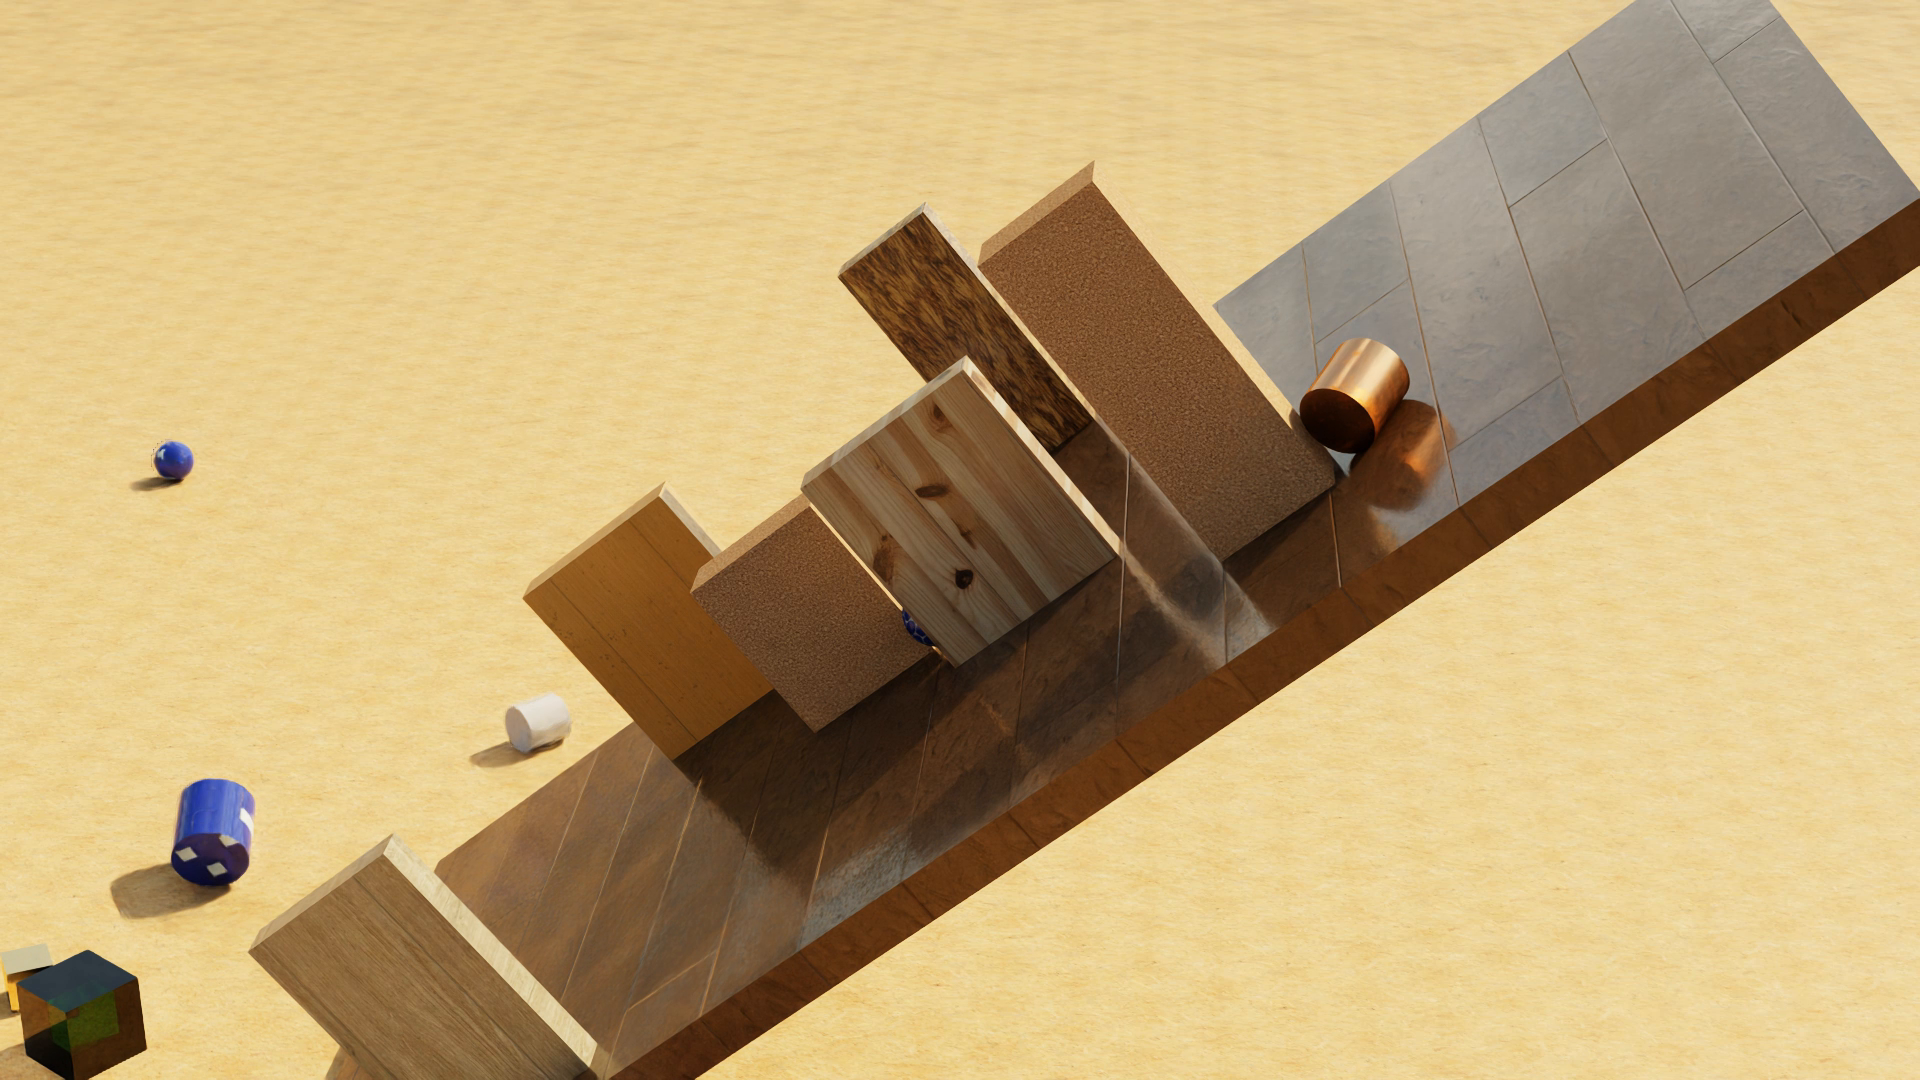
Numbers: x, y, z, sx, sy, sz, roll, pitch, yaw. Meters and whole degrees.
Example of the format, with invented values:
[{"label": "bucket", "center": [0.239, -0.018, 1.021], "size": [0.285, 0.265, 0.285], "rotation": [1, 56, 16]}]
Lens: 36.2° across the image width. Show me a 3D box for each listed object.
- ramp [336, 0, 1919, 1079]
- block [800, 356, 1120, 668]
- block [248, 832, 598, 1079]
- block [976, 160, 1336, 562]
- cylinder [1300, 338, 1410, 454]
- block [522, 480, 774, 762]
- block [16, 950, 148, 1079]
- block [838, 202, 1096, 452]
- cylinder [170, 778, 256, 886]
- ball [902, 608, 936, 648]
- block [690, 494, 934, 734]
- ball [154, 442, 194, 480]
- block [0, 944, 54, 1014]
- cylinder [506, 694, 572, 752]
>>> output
[{"label": "ramp", "center": [0.123, 0.183, 6.335], "size": [4.000, 0.100, 2.000], "rotation": [-35, 16, 18]}, {"label": "block", "center": [0.001, -0.054, 6.122], "size": [0.435, 0.514, 0.085], "rotation": [-35, 16, 18]}, {"label": "block", "center": [-1.059, 0.906, 5.814], "size": [0.370, 0.599, 0.086], "rotation": [-35, 16, 18]}, {"label": "block", "center": [0.376, -0.334, 5.575], "size": [0.271, 0.749, 0.141], "rotation": [-35, 16, 18]}, {"label": "cylinder", "center": [0.756, -0.276, 5.633], "size": [0.158, 0.158, 0.158], "rotation": [14, 48, 29]}, {"label": "block", "center": [-0.695, 0.197, 7.011], "size": [0.435, 0.541, 0.097], "rotation": [-35, 16, 18]}, {"label": "block", "center": [-2.120, 1.151, 7.100], "size": [0.204, 0.204, 0.204], "rotation": [18, 29, 36]}, {"label": "block", "center": [0.019, -0.467, 6.963], "size": [0.260, 0.646, 0.082], "rotation": [-35, 16, 18]}, {"label": "cylinder", "center": [-2.001, 0.784, 7.885], "size": [0.204, 0.204, 0.204], "rotation": [-2, 40, -6]}, {"label": "ball", "center": [-0.050, 0.155, 6.346], "size": [0.151, 0.151, 0.151], "rotation": [0, 23, 0]}, {"label": "block", "center": [-0.317, 0.151, 6.469], "size": [0.344, 0.426, 0.134], "rotation": [-35, 16, 18]}, {"label": "ball", "center": [-2.802, -0.283, 10.489], "size": [0.140, 0.140, 0.140], "rotation": [0, 23, 0]}, {"label": "block", "center": [-2.324, 1.094, 7.345], "size": [0.113, 0.113, 0.113], "rotation": [-10, 25, -22]}, {"label": "cylinder", "center": [-1.233, 0.536, 8.602], "size": [0.138, 0.138, 0.138], "rotation": [-19, 30, -38]}]
